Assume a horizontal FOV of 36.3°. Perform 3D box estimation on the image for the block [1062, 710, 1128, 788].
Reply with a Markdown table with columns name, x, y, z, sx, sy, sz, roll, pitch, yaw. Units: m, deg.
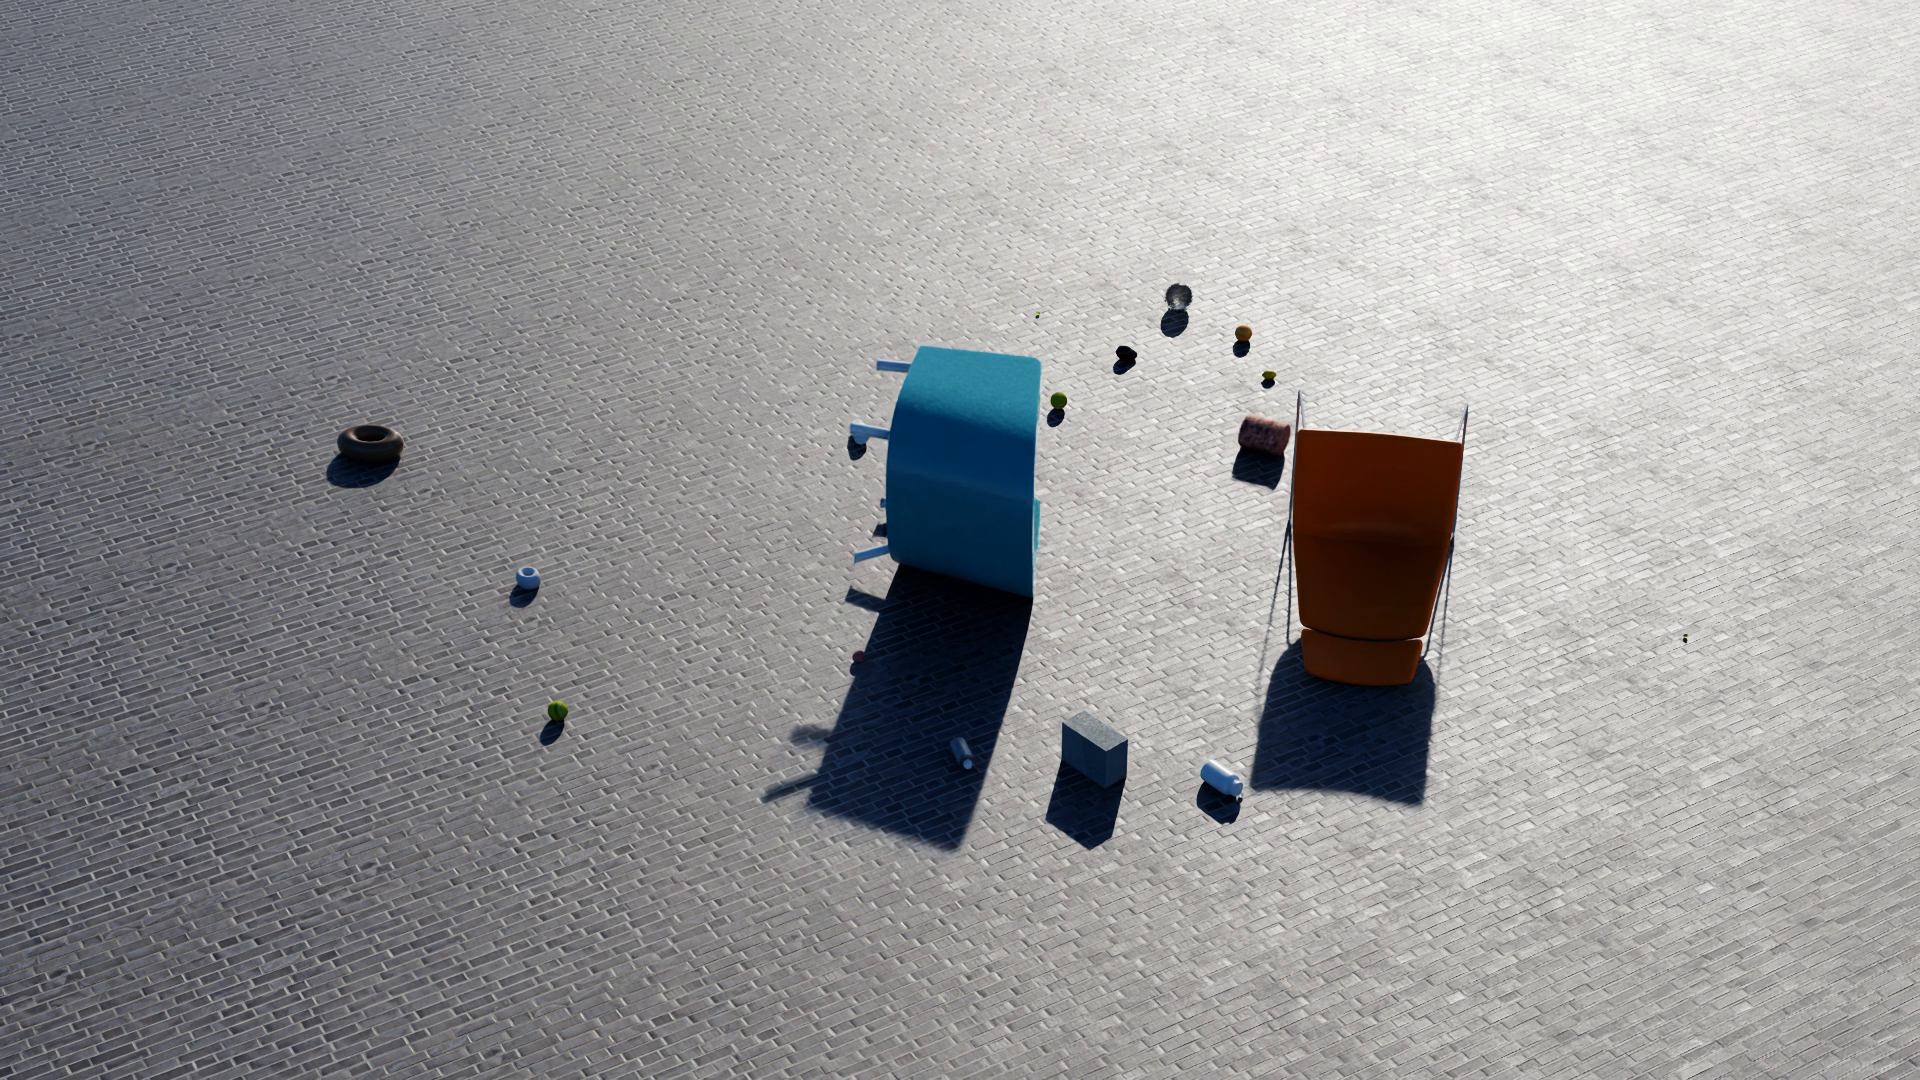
| name | x | y | z | sx | sy | sz | roll | pitch | yaw |
| --- | --- | --- | --- | --- | --- | --- | --- | --- | --- |
| block | 0.447 | 0.696 | 9.747 | 0.100 | 0.155 | 0.211 | -26 | 41 | -34 |

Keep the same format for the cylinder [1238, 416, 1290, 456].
| name | x | y | z | sx | sy | sz | roll | pitch | yaw |
| --- | --- | --- | --- | --- | --- | --- | --- | --- | --- |
| cylinder | 1.188 | -0.408 | 11.454 | 0.164 | 0.120 | 0.131 | 17 | 51 | 24 |

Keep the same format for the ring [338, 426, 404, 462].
| name | x | y | z | sx | sy | sz | roll | pitch | yaw |
| --- | --- | --- | --- | --- | --- | --- | --- | --- | --- |
| ring | -2.299 | -0.375 | 11.434 | 0.265 | 0.089 | 0.198 | 6 | 33 | 8 |

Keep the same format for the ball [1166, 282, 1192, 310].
| name | x | y | z | sx | sy | sz | roll | pitch | yaw |
| --- | --- | --- | --- | --- | --- | --- | --- | --- | --- |
| ball | 0.927 | -1.031 | 12.404 | 0.116 | 0.116 | 0.116 | 0 | 33 | 0 |

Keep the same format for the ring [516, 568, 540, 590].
| name | x | y | z | sx | sy | sz | roll | pitch | yaw |
| --- | --- | --- | --- | --- | --- | --- | --- | --- | --- |
| ring | -1.572 | 0.139 | 10.682 | 0.083 | 0.057 | 0.101 | -29 | 41 | -33 |

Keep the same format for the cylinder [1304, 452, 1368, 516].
| name | x | y | z | sx | sy | sz | roll | pitch | yaw |
| --- | --- | --- | --- | --- | --- | --- | --- | --- | --- |
| cylinder | 1.425 | -0.211 | 11.107 | 0.172 | 0.173 | 0.198 | 38 | 45 | 13 |
